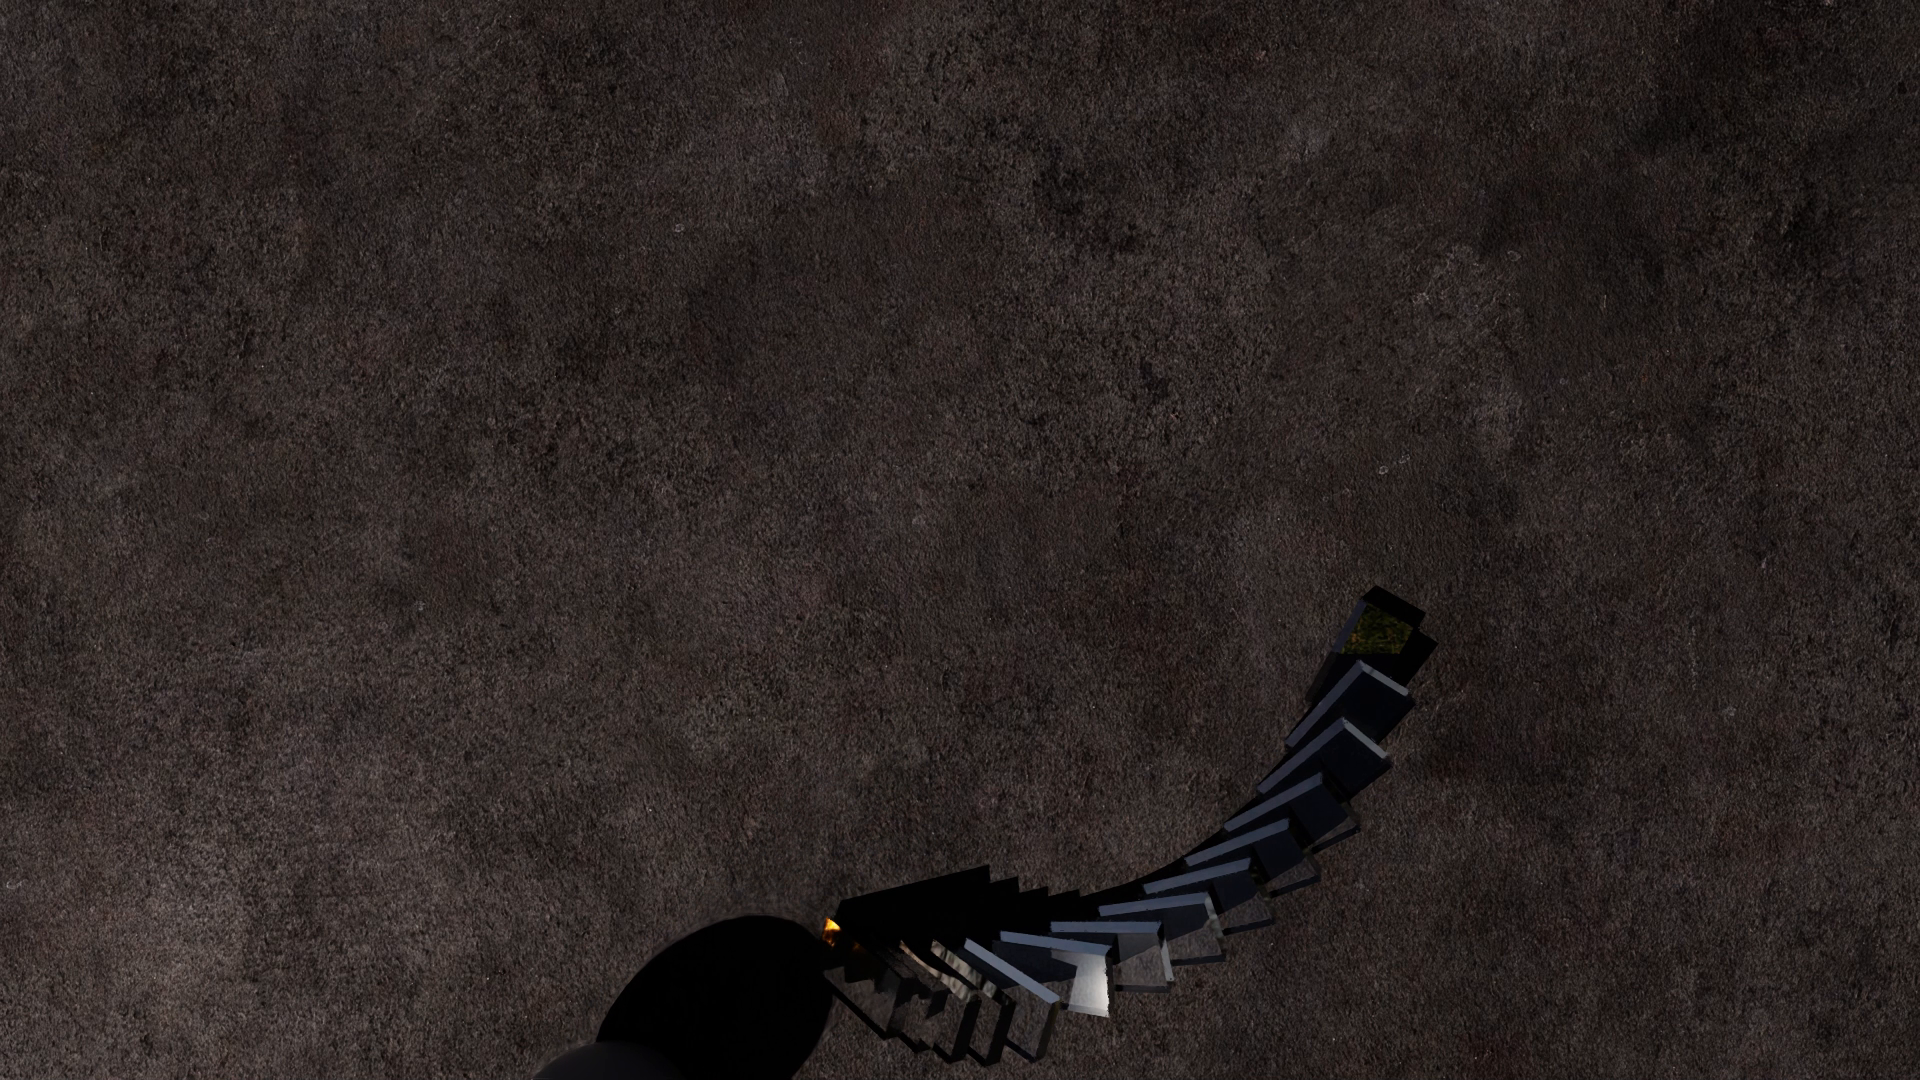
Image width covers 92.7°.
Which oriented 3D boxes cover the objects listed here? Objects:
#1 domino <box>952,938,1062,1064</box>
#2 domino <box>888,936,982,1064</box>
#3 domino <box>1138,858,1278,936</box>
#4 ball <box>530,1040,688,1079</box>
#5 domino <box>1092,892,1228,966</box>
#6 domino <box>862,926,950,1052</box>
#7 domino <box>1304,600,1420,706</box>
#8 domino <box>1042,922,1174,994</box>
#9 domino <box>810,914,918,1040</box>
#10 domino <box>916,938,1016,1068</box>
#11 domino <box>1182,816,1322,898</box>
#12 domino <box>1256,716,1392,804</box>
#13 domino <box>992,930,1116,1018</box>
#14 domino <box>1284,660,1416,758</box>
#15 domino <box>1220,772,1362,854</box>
[{"bbox_3d":[0.016,0.190,0.381,0.050,0.010,0.025,17,91,36],"label":"domino"},{"bbox_3d":[-0.015,0.189,0.379,0.050,0.009,0.025,17,90,45],"label":"domino"},{"bbox_3d":[0.103,0.153,0.385,0.050,0.010,0.025,-26,90,26],"label":"domino"},{"bbox_3d":[-0.142,0.242,0.360,0.080,0.080,0.080,0,90,0],"label":"ball"},{"bbox_3d":[0.083,0.165,0.385,0.050,0.010,0.025,-19,90,26],"label":"domino"},{"bbox_3d":[-0.028,0.185,0.379,0.050,0.010,0.025,16,90,45],"label":"domino"},{"bbox_3d":[0.173,0.054,0.395,0.025,0.010,0.050,29,90,0],"label":"domino"},{"bbox_3d":[0.062,0.175,0.385,0.050,0.009,0.025,-11,90,26],"label":"domino"},{"bbox_3d":[-0.040,0.180,0.379,0.050,0.009,0.025,16,90,45],"label":"domino"},{"bbox_3d":[-0.001,0.190,0.379,0.050,0.010,0.025,16,90,45],"label":"domino"},{"bbox_3d":[0.122,0.138,0.385,0.050,0.009,0.025,-33,90,25],"label":"domino"},{"bbox_3d":[0.152,0.100,0.385,0.025,0.010,0.050,40,114,0],"label":"domino"},{"bbox_3d":[0.039,0.182,0.385,0.050,0.009,0.025,-4,90,25],"label":"domino"},{"bbox_3d":[0.163,0.077,0.385,0.025,0.010,0.050,31,114,0],"label":"domino"},{"bbox_3d":[0.138,0.121,0.385,0.050,0.009,0.025,-39,90,25],"label":"domino"}]
